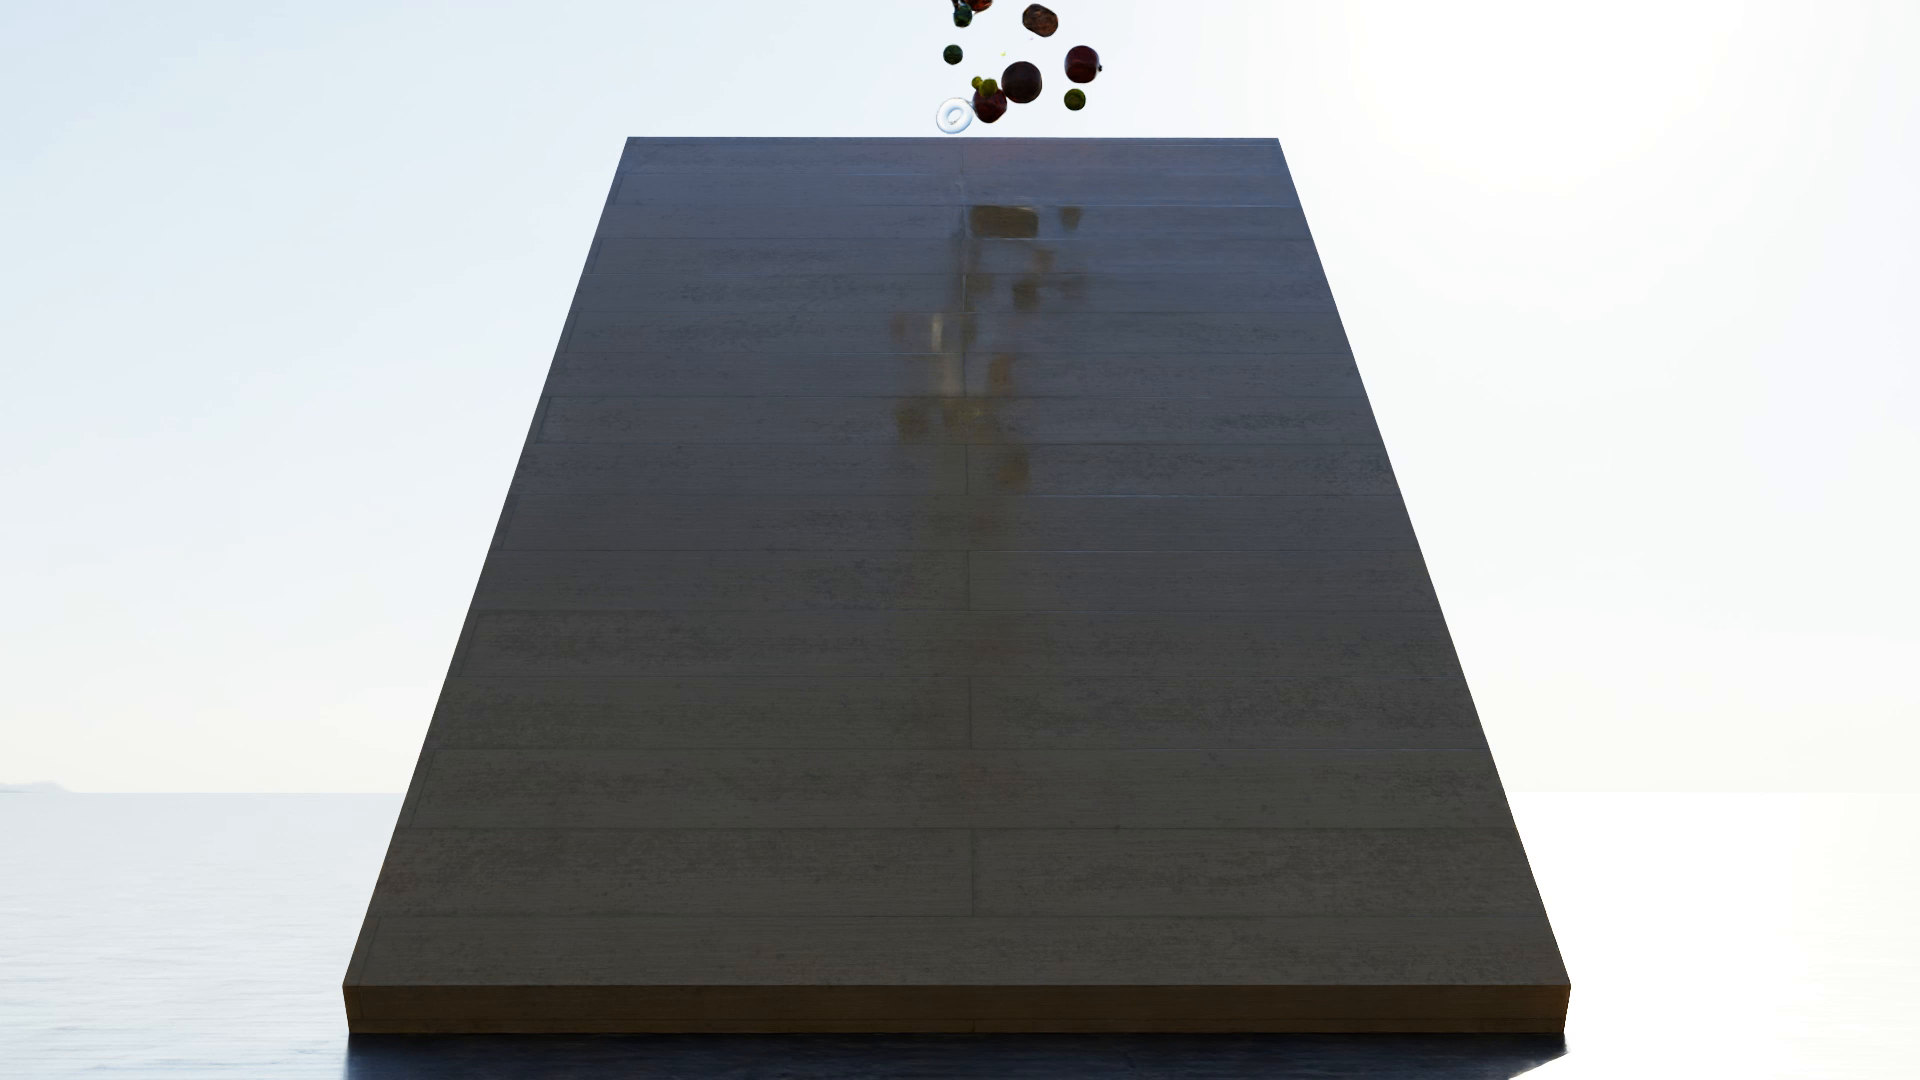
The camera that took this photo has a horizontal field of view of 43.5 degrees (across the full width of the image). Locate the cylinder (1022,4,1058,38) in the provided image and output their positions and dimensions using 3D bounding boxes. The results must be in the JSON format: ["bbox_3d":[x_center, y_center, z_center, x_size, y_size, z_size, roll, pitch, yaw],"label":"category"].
[{"bbox_3d":[0.237,-1.535,7.114,0.082,0.082,0.082,3,23,-31],"label":"cylinder"}]

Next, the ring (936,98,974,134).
[{"bbox_3d":[-0.016,-1.281,7.267,0.123,0.123,0.041,3,36,-30],"label":"ring"}]

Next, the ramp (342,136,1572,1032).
[{"bbox_3d":[-0.013,-0.214,5.679,2.000,0.100,4.000,0,29,0],"label":"ramp"}]
